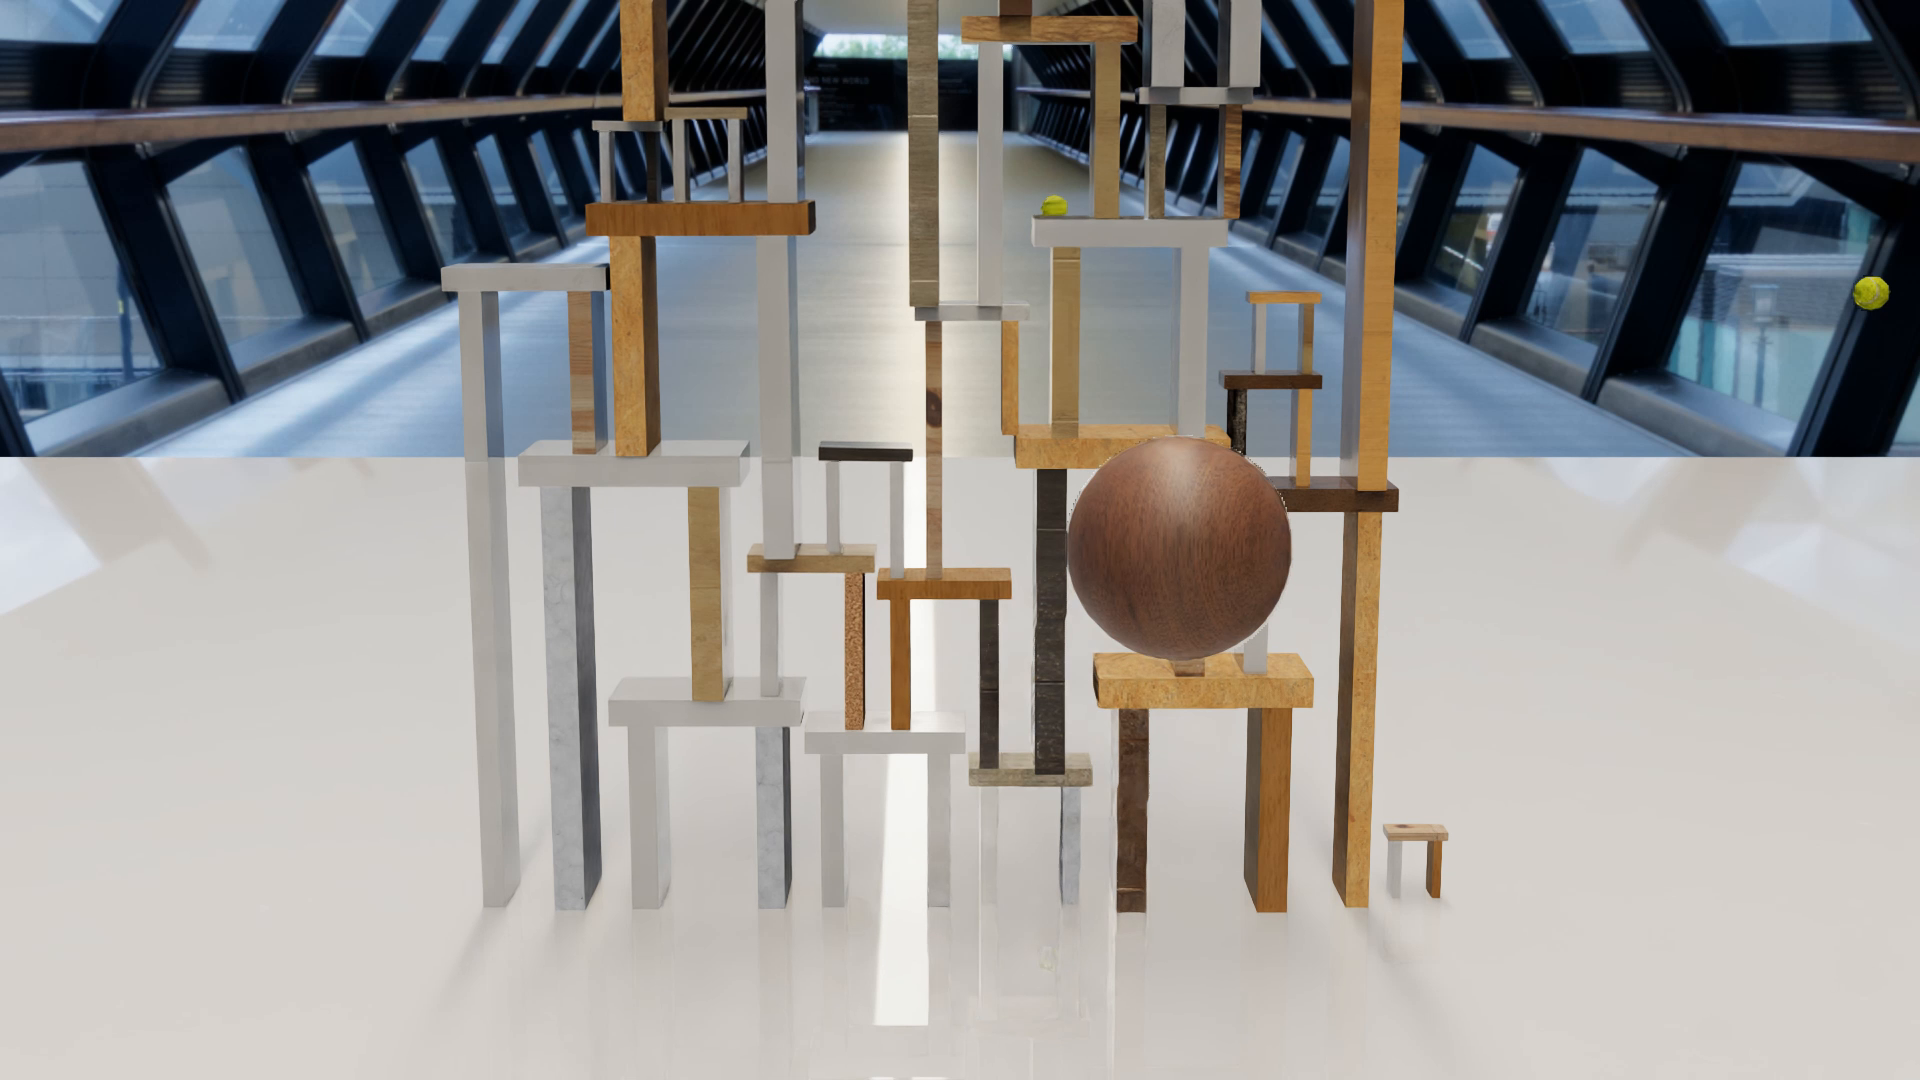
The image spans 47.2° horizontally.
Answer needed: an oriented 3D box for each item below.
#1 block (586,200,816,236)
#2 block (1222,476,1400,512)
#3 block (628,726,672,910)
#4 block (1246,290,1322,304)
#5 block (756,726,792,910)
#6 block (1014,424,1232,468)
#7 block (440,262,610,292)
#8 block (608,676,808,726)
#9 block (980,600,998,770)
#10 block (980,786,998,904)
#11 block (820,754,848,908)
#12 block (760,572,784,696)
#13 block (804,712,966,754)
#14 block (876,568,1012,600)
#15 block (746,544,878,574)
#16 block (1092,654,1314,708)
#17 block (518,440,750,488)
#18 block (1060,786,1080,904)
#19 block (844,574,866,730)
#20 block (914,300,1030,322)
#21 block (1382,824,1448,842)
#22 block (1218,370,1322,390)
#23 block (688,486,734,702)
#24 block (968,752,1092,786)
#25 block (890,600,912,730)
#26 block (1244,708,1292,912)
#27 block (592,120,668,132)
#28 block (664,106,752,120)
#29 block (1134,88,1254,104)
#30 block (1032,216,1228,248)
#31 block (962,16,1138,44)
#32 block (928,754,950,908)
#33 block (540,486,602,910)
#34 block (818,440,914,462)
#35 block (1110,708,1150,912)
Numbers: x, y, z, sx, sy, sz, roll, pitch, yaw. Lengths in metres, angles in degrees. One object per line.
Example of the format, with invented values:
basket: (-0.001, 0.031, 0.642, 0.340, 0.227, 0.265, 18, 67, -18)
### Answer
block: (-0.404, -0.508, 3.462, 0.342, 0.048, 0.171, 0, 11, 0)
block: (0.562, -0.074, 3.545, 0.265, 0.037, 0.132, 0, 11, 0)
block: (-0.514, 0.438, 3.643, 0.044, 0.309, 0.154, 0, 10, 0)
block: (0.513, -0.386, 3.492, 0.112, 0.016, 0.056, 0, 11, 0)
block: (-0.308, 0.438, 3.643, 0.044, 0.309, 0.154, 0, 10, 0)
block: (0.257, -0.151, 3.536, 0.337, 0.048, 0.168, 0, 11, 0)
block: (-0.678, -0.417, 3.481, 0.256, 0.036, 0.128, 0, 11, 0)
block: (-0.411, 0.264, 3.611, 0.309, 0.044, 0.154, 0, 10, 0)
block: (0.047, 0.224, 3.602, 0.031, 0.282, 0.108, 0, 11, 0)
block: (0.047, 0.491, 3.649, 0.029, 0.203, 0.101, 0, 11, 0)
block: (-0.208, 0.462, 3.645, 0.037, 0.260, 0.130, 0, 10, 0)
block: (-0.307, 0.143, 3.585, 0.029, 0.203, 0.102, 1, 10, 0)
block: (-0.121, 0.316, 3.618, 0.260, 0.037, 0.130, 0, 10, 0)
block: (-0.025, 0.070, 3.573, 0.216, 0.031, 0.108, 0, 11, 0)
block: (-0.238, 0.029, 3.564, 0.203, 0.029, 0.102, 0, 10, 0)
block: (0.393, 0.229, 3.598, 0.344, 0.049, 0.172, 0, 11, 0)
block: (-0.520, -0.124, 3.542, 0.348, 0.049, 0.174, 0, 11, 0)
block: (0.182, 0.491, 3.648, 0.029, 0.202, 0.101, 0, 11, 0)
block: (-0.171, 0.171, 3.589, 0.029, 0.259, 0.102, 0, 10, 0)
block: (0.019, -0.365, 3.495, 0.181, 0.026, 0.090, 0, 11, 0)
block: (0.756, 0.485, 3.652, 0.099, 0.014, 0.050, 0, 11, 0)
block: (0.495, -0.256, 3.513, 0.155, 0.022, 0.077, 0, 11, 0)
block: (-0.404, 0.071, 3.579, 0.049, 0.348, 0.174, 0, 10, 0)
block: (0.115, 0.377, 3.627, 0.202, 0.029, 0.101, 0, 11, 0)
block: (-0.097, 0.192, 3.596, 0.031, 0.216, 0.108, 0, 10, 0)
block: (0.508, 0.422, 3.634, 0.049, 0.344, 0.172, 0, 11, 0)
block: (-0.517, -0.648, 3.442, 0.109, 0.015, 0.054, 1, 10, 0)
block: (-0.393, -0.666, 3.430, 0.128, 0.018, 0.064, 0, 11, 1)
block: (0.364, -0.693, 3.432, 0.176, 0.025, 0.088, 0, 11, 0)
block: (0.264, -0.487, 3.465, 0.298, 0.042, 0.149, 0, 11, 0)
block: (0.136, -0.791, 3.414, 0.268, 0.038, 0.134, 0, 11, 0)
block: (-0.035, 0.462, 3.645, 0.037, 0.260, 0.130, 0, 10, 0)
block: (-0.636, 0.245, 3.610, 0.049, 0.701, 0.174, 0, 11, 0)
block: (-0.151, -0.143, 3.532, 0.149, 0.021, 0.075, 1, 11, -1)
block: (0.279, 0.422, 3.634, 0.049, 0.344, 0.172, 0, 11, 0)
